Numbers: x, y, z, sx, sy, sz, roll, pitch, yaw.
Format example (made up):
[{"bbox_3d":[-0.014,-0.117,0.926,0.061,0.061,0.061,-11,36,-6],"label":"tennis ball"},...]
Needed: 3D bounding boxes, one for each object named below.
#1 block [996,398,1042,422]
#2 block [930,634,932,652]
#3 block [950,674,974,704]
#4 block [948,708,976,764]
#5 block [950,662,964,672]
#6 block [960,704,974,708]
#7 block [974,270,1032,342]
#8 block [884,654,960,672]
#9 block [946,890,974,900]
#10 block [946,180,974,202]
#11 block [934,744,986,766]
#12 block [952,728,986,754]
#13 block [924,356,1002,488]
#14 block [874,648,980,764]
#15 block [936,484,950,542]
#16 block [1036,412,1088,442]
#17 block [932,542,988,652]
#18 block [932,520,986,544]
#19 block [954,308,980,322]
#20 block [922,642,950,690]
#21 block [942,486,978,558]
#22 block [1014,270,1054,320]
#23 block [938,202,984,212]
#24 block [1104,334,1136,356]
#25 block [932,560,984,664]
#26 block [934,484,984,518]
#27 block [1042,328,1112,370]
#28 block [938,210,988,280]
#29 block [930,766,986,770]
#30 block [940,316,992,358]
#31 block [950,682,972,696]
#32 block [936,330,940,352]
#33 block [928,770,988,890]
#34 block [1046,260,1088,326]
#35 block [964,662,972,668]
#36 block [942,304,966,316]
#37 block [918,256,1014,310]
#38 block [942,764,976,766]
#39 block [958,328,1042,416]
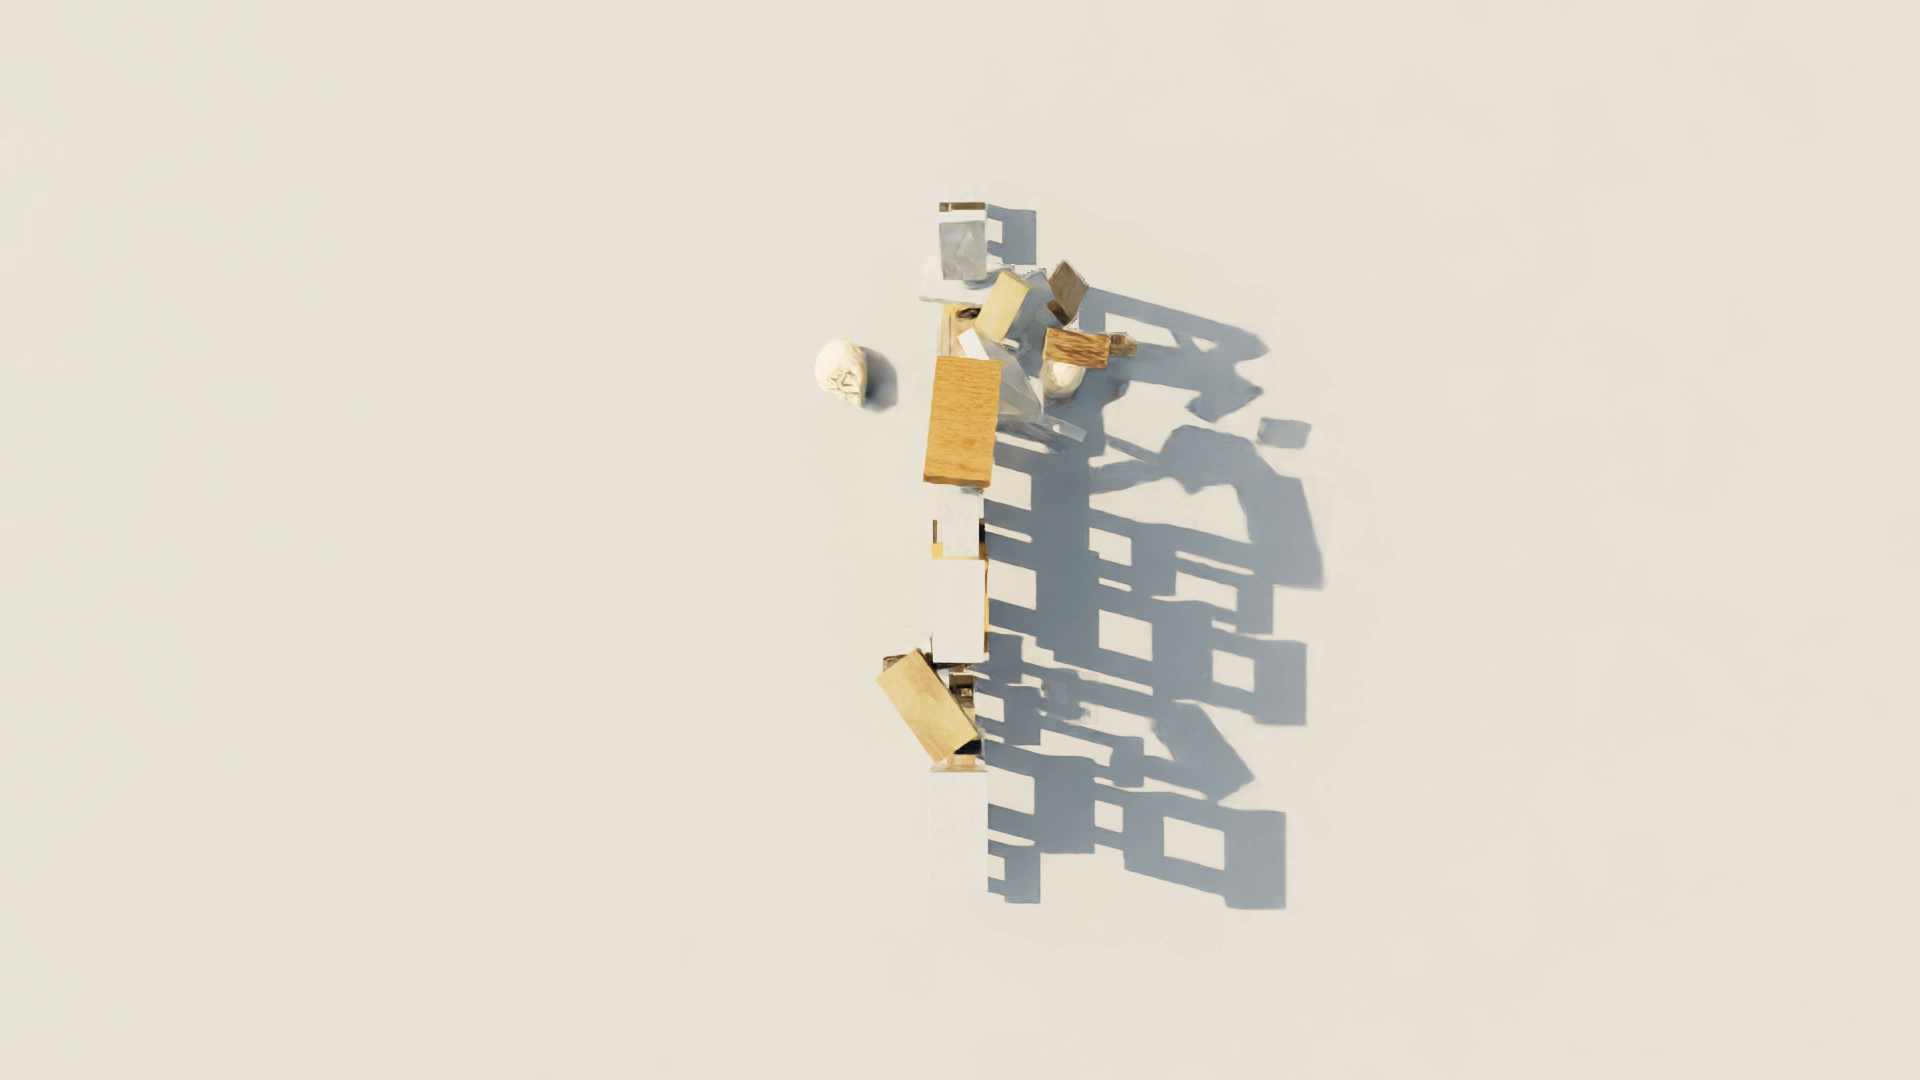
[{"bbox_3d":[0.113,-0.419,4.889,0.271,0.038,0.135,-3,61,-41],"label":"block"},{"bbox_3d":[-0.012,0.281,4.622,0.139,0.278,0.039,-2,90,0],"label":"block"},{"bbox_3d":[-0.003,0.529,5.295,0.096,0.027,0.192,0,90,0],"label":"block"},{"bbox_3d":[0.003,0.590,4.960,0.083,0.024,0.167,-1,90,0],"label":"block"},{"bbox_3d":[-0.029,0.349,5.325,0.080,0.023,0.159,0,90,10],"label":"block"},{"bbox_3d":[0.003,0.535,5.126,0.083,0.309,0.024,-1,90,0],"label":"block"},{"bbox_3d":[0.123,-0.676,4.766,0.094,0.027,0.187,33,122,5],"label":"block"},{"bbox_3d":[-0.107,0.359,4.873,0.148,0.437,0.042,-2,87,10],"label":"block"},{"bbox_3d":[0.001,1.059,5.299,0.094,0.027,0.188,0,90,0],"label":"block"},{"bbox_3d":[-0.001,-1.064,5.307,0.090,0.025,0.180,0,90,0],"label":"block"},{"bbox_3d":[-0.001,0.789,5.161,0.158,0.045,0.317,0,90,0],"label":"block"},{"bbox_3d":[-0.006,0.585,4.798,0.148,0.295,0.042,0,90,3],"label":"block"},{"bbox_3d":[0.009,-0.322,4.473,0.180,0.051,0.359,6,69,1],"label":"block"},{"bbox_3d":[-0.092,0.465,4.630,0.148,0.042,0.295,-37,86,9],"label":"block"},{"bbox_3d":[-0.006,-0.110,4.869,0.119,0.034,0.238,1,90,0],"label":"block"},{"bbox_3d":[0.248,-0.377,5.098,0.271,0.135,0.038,27,97,38],"label":"block"},{"bbox_3d":[0.001,0.168,4.784,0.159,0.045,0.319,-1,90,0],"label":"block"},{"bbox_3d":[-0.003,0.100,5.148,0.164,0.047,0.329,0,90,0],"label":"block"},{"bbox_3d":[0.108,-0.702,5.004,0.118,0.236,0.033,-18,99,-41],"label":"block"},{"bbox_3d":[-0.074,0.402,5.099,0.084,0.024,0.167,0,87,10],"label":"block"},{"bbox_3d":[0.003,-0.051,4.552,0.098,0.028,0.195,0,90,0],"label":"block"},{"bbox_3d":[0.183,-0.713,4.838,0.187,0.027,0.094,-30,107,-24],"label":"block"},{"bbox_3d":[0.004,-0.924,4.914,0.130,0.622,0.037,0,90,0],"label":"block"},{"bbox_3d":[0.498,-0.632,5.370,0.118,0.236,0.033,-1,88,15],"label":"block"},{"bbox_3d":[-0.004,0.192,4.463,0.139,0.039,0.278,0,90,0],"label":"block"},{"bbox_3d":[-0.003,-0.222,5.173,0.153,0.043,0.305,0,90,0],"label":"block"},{"bbox_3d":[0.338,-0.554,4.785,0.187,0.027,0.094,8,96,-13],"label":"block"},{"bbox_3d":[0.009,-0.834,4.682,0.131,0.261,0.037,-2,61,2],"label":"block"},{"bbox_3d":[-0.005,0.691,4.727,0.162,0.323,0.046,0,90,0],"label":"block"},{"bbox_3d":[0.021,-0.539,5.153,0.161,0.046,0.321,0,90,-3],"label":"block"},{"bbox_3d":[-0.005,0.472,5.197,0.084,0.167,0.024,-4,91,0],"label":"block"},{"bbox_3d":[0.010,-0.647,5.336,0.161,0.321,0.046,0,90,-3],"label":"block"},{"bbox_3d":[-0.005,0.799,4.543,0.162,0.046,0.323,0,90,0],"label":"block"},{"bbox_3d":[0.320,-0.760,5.067,0.033,0.236,0.118,-32,109,32],"label":"block"},{"bbox_3d":[-0.009,0.402,5.416,0.080,0.159,0.023,0,90,8],"label":"block"},{"bbox_3d":[0.004,-0.826,5.242,0.121,0.034,0.241,0,90,0],"label":"block"},{"bbox_3d":[0.019,-0.758,4.880,0.261,0.037,0.131,9,75,8],"label":"block"},{"bbox_3d":[-0.004,0.714,5.029,0.109,0.219,0.031,0,90,0],"label":"block"},{"bbox_3d":[0.119,-0.481,4.749,0.051,0.359,0.180,-32,72,15],"label":"block"}]
